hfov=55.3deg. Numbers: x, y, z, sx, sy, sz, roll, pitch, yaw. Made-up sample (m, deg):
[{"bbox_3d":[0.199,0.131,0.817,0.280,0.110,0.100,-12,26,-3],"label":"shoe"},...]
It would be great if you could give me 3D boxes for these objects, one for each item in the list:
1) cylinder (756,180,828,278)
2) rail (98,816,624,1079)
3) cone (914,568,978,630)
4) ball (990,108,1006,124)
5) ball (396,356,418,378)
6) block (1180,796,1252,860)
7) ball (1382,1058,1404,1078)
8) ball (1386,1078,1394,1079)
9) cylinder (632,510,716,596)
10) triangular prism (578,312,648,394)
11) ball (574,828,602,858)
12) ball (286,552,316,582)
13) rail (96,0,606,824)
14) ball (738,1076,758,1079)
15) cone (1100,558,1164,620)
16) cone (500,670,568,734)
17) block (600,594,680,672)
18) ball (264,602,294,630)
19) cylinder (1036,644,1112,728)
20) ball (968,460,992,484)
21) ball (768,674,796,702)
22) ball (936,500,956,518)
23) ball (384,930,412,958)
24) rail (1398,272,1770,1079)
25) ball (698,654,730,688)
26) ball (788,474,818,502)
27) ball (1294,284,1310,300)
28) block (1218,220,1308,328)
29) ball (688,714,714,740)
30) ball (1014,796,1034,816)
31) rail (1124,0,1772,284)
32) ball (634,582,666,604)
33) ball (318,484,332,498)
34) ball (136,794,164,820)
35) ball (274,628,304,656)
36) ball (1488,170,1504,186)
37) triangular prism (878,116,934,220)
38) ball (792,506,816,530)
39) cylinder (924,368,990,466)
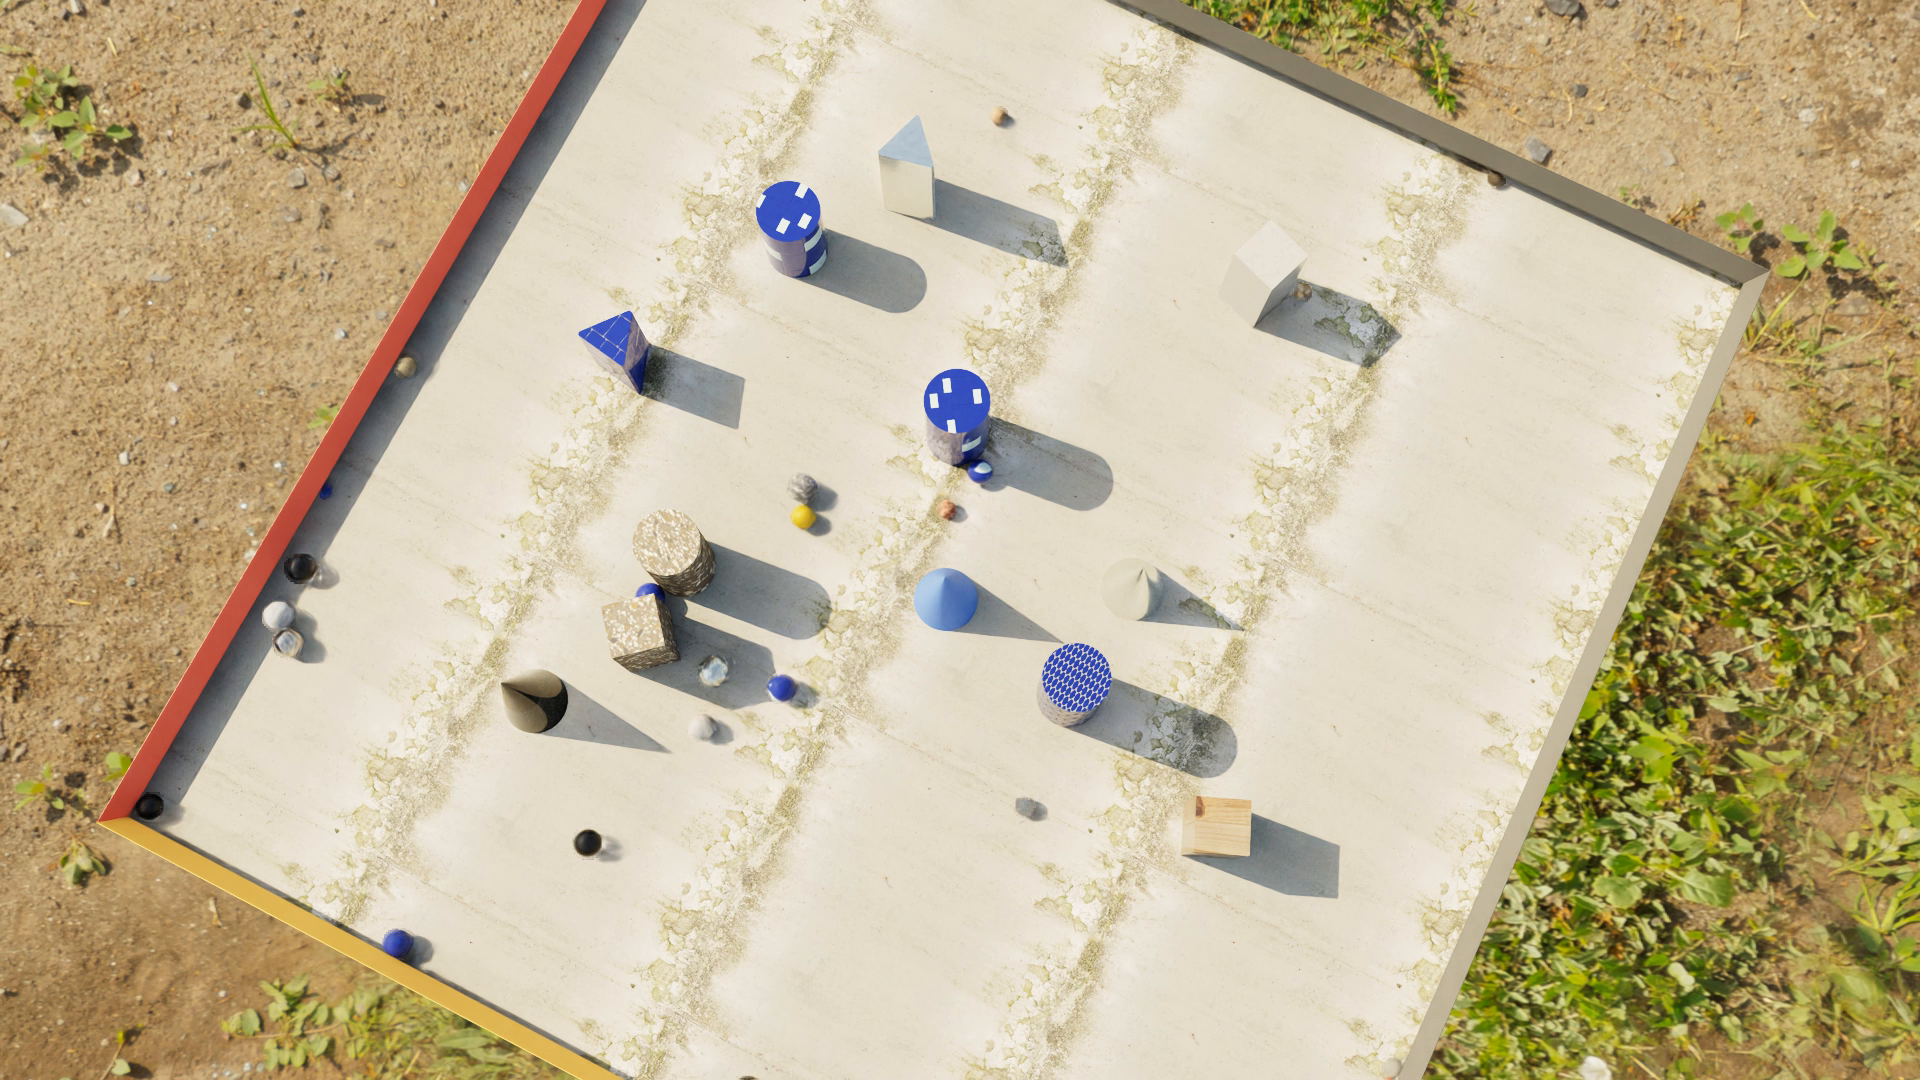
[{"bbox_3d":[-0.515,-0.955,5.653,0.195,0.315,0.195,0,78,0],"label":"cylinder"},{"bbox_3d":[-0.828,1.629,5.214,3.728,0.126,0.045,26,80,5],"label":"rail"},{"bbox_3d":[-0.043,0.144,5.400,0.195,0.365,0.195,0,78,0],"label":"cone"},{"bbox_3d":[0.121,-1.359,5.872,0.052,0.052,0.052,0,78,0],"label":"ball"},{"bbox_3d":[-1.720,-0.540,5.694,0.068,0.068,0.068,0,78,0],"label":"ball"},{"bbox_3d":[0.737,0.833,5.288,0.156,0.306,0.156,4,78,1],"label":"block"},{"bbox_3d":[1.246,1.519,5.271,0.061,0.061,0.061,0,78,0],"label":"ball"},{"bbox_3d":[1.237,1.570,5.270,0.043,0.043,0.043,0,78,0],"label":"ball"},{"bbox_3d":[-0.842,0.042,5.426,0.195,0.355,0.195,0,78,0],"label":"cylinder"},{"bbox_3d":[-1.021,-0.591,5.583,0.169,0.305,0.146,35,80,7],"label":"triangular prism"},{"bbox_3d":[-1.094,0.891,5.390,0.083,0.083,0.083,0,78,0],"label":"ball"},{"bbox_3d":[-1.996,0.083,5.555,0.088,0.088,0.088,0,78,0],"label":"ball"},{"bbox_3d":[-1.646,-0.799,5.716,0.045,0.126,3.751,26,80,5],"label":"rail"},{"bbox_3d":[-0.609,1.576,5.248,0.082,0.082,0.082,0,78,0],"label":"ball"},{"bbox_3d":[0.526,0.114,5.414,0.195,0.350,0.195,0,78,0],"label":"cone"},{"bbox_3d":[-1.277,0.441,5.304,0.195,0.433,0.195,0,78,0],"label":"cone"},{"bbox_3d":[-0.938,0.277,5.402,0.156,0.308,0.156,-14,79,-3],"label":"block"},{"bbox_3d":[-2.053,0.228,5.525,0.088,0.088,0.088,0,78,0],"label":"ball"},{"bbox_3d":[0.327,0.425,5.320,0.195,0.409,0.195,0,78,0],"label":"cylinder"},{"bbox_3d":[0.061,-0.210,5.621,0.077,0.077,0.077,0,78,0],"label":"ball"},{"bbox_3d":[-0.531,0.443,5.481,0.086,0.086,0.086,0,78,0],"label":"ball"},{"bbox_3d":[-0.043,-0.096,5.608,0.056,0.056,0.056,0,78,0],"label":"ball"},{"bbox_3d":[-1.634,1.176,5.332,0.081,0.081,0.081,0,78,0],"label":"ball"},{"bbox_3d":[1.646,0.813,5.383,0.045,0.126,3.751,26,80,5],"label":"rail"},{"bbox_3d":[-0.736,0.393,5.486,0.097,0.097,0.097,0,78,0],"label":"ball"},{"bbox_3d":[-0.481,-0.158,5.603,0.090,0.090,0.090,0,78,0],"label":"ball"},{"bbox_3d":[1.073,-0.778,5.751,0.051,0.051,0.051,0,78,0],"label":"ball"},{"bbox_3d":[0.923,-0.809,5.601,0.156,0.358,0.156,-43,81,-8],"label":"block"},{"bbox_3d":[-0.770,0.556,5.462,0.078,0.078,0.078,0,78,0],"label":"ball"},{"bbox_3d":[0.191,0.788,5.423,0.059,0.059,0.059,0,78,0],"label":"ball"},{"bbox_3d":[0.828,-1.615,5.885,3.728,0.126,0.045,26,80,5],"label":"rail"},{"bbox_3d":[-0.936,0.174,5.534,0.091,0.091,0.091,0,78,0],"label":"ball"},{"bbox_3d":[-1.949,-0.153,5.627,0.042,0.042,0.042,0,78,0],"label":"ball"},{"bbox_3d":[-2.393,0.788,5.414,0.077,0.077,0.077,0,78,0],"label":"ball"},{"bbox_3d":[-2.017,0.309,5.509,0.085,0.085,0.085,0,78,0],"label":"ball"},{"bbox_3d":[1.704,-1.149,5.829,0.049,0.049,0.049,0,78,0],"label":"ball"},{"bbox_3d":[-0.143,-1.150,5.638,0.169,0.424,0.146,14,79,3],"label":"triangular prism"},{"bbox_3d":[-0.477,-0.068,5.594,0.071,0.071,0.071,0,78,0],"label":"ball"},{"bbox_3d":[-0.009,-0.364,5.495,0.195,0.386,0.195,0,78,0],"label":"cylinder"}]
